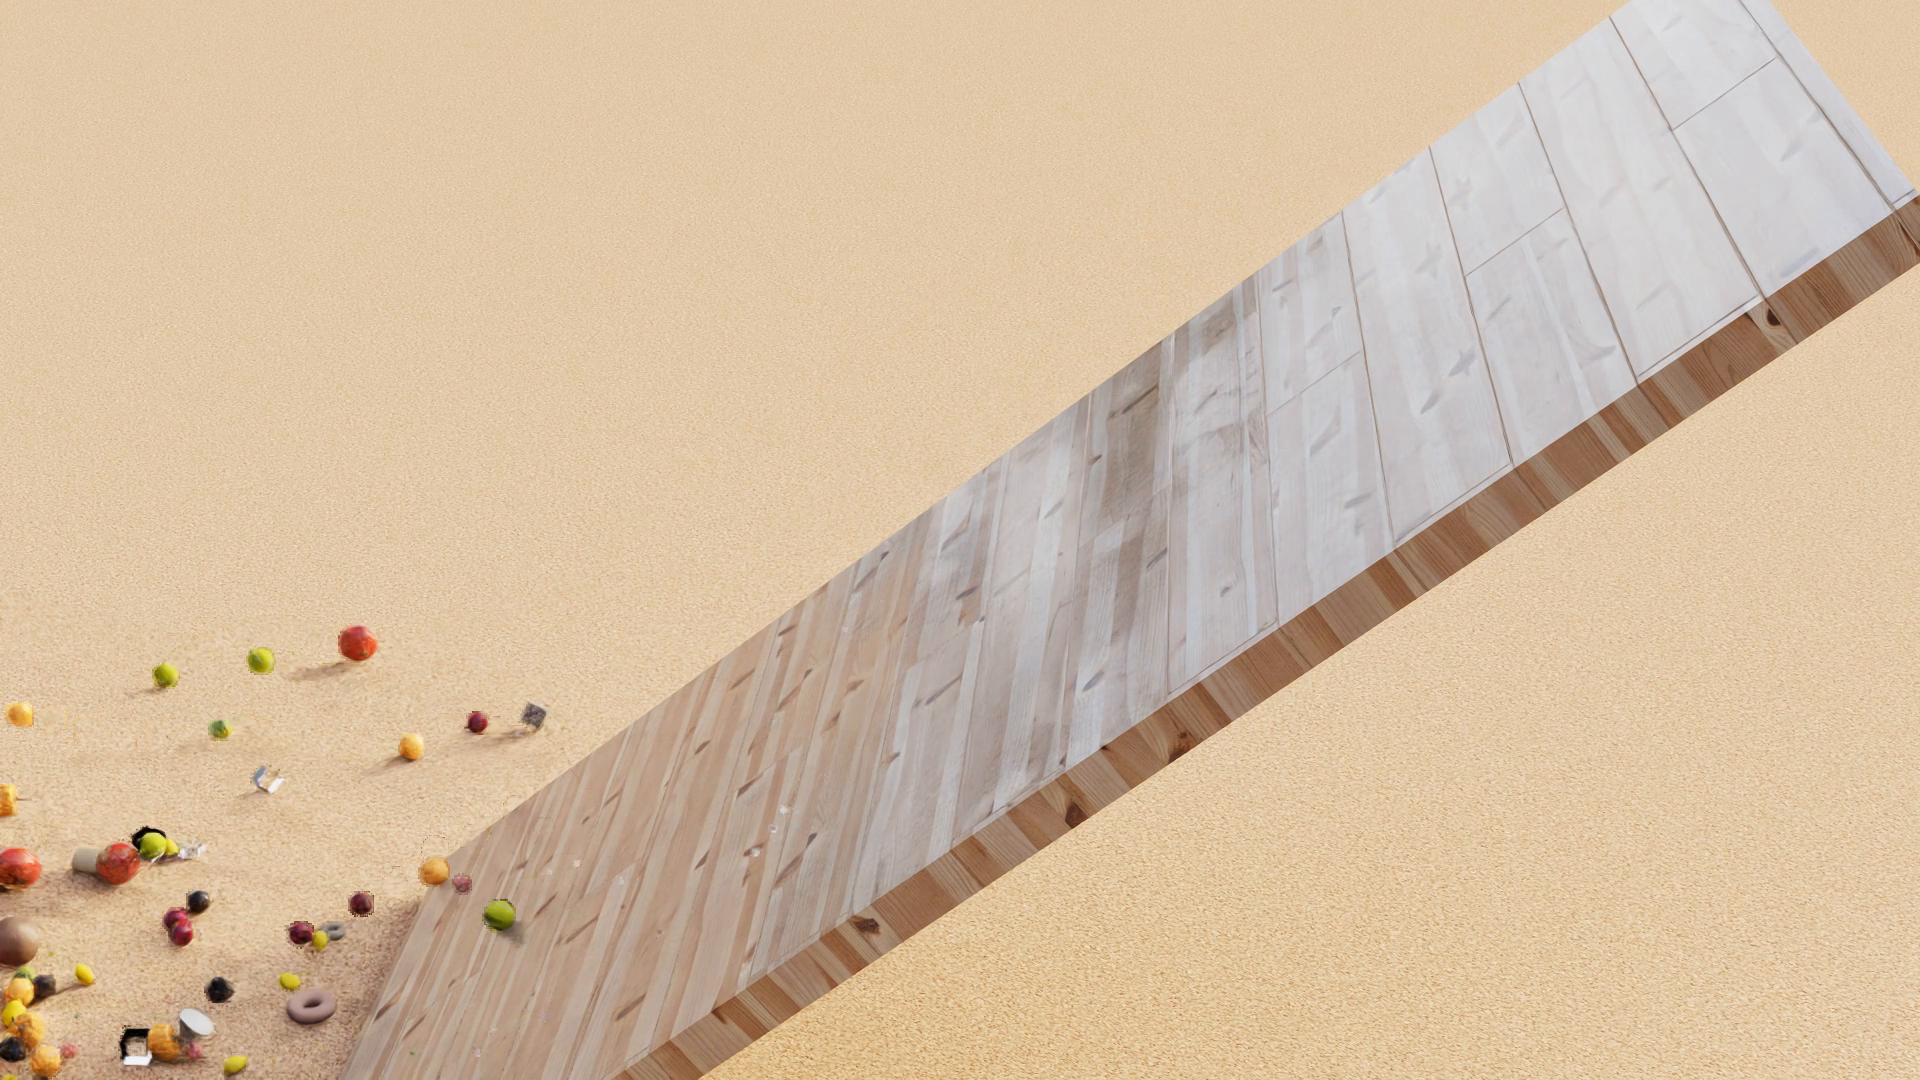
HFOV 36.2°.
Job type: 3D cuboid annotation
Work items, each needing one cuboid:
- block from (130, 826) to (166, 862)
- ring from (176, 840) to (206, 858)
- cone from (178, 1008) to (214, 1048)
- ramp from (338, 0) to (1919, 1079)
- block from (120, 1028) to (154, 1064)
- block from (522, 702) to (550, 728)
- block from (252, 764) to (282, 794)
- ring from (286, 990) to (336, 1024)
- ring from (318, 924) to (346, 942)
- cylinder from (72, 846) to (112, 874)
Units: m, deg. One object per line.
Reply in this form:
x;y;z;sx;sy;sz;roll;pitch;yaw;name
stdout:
-2.214;0.830;8.026;0.063;0.063;0.063;10;25;22;block
-2.103;0.845;8.040;0.078;0.026;0.078;-3;22;1;ring
-1.881;1.204;7.159;0.090;0.090;0.090;36;14;-10;cone
0.122;0.184;6.337;4.000;0.100;2.000;-36;16;18;ramp
-1.991;1.226;7.119;0.061;0.061;0.061;-2;24;1;block
-1.257;0.519;8.701;0.058;0.058;0.058;25;-3;1;block
-1.966;0.679;8.349;0.052;0.052;0.052;35;2;-43;block
-1.610;1.158;7.303;0.122;0.041;0.122;0;25;0;ring
-1.631;1.019;7.639;0.075;0.025;0.075;-3;20;1;ring
-2.343;0.864;7.935;0.074;0.074;0.074;-5;19;26;cylinder
